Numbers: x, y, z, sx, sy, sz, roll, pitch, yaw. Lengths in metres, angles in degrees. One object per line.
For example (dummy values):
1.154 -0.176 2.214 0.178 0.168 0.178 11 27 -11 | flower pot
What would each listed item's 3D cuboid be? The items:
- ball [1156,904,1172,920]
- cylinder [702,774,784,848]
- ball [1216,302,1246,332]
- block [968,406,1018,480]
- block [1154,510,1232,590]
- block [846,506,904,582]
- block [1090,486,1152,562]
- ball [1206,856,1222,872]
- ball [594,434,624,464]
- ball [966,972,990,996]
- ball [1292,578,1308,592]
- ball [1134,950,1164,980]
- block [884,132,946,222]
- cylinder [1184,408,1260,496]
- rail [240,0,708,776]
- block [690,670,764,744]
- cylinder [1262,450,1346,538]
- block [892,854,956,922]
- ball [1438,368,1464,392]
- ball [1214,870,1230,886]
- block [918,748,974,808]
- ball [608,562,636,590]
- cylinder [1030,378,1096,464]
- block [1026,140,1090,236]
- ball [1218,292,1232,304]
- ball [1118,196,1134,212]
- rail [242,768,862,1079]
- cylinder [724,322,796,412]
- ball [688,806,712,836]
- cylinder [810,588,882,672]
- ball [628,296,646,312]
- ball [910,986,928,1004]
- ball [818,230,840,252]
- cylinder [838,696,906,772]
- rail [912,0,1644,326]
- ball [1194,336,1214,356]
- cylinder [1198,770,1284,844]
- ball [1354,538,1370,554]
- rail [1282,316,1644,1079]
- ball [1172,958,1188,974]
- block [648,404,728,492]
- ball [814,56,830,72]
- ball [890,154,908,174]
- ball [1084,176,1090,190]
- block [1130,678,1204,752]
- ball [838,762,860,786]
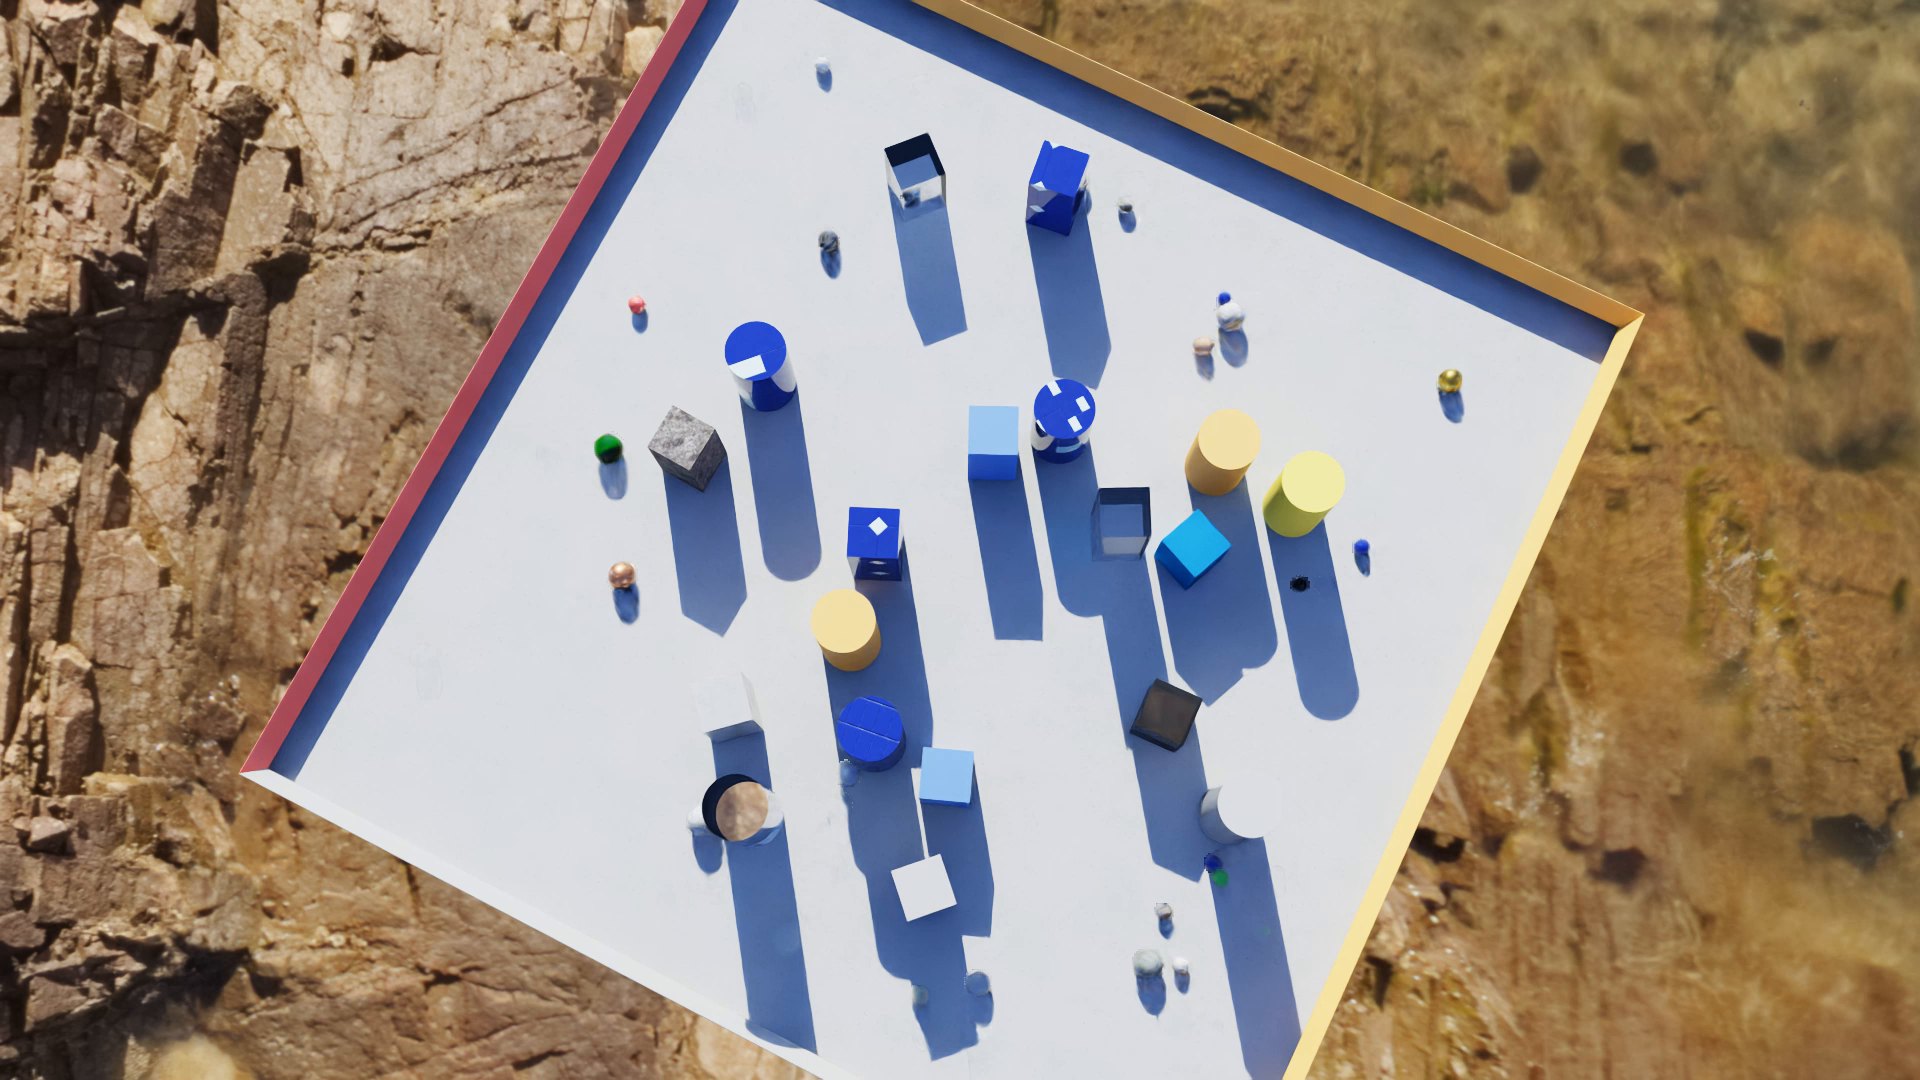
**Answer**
0.598 1.091 5.367 0.046 0.046 0.046 0 78 0 | ball
-0.616 0.776 5.229 0.183 0.444 0.183 0 78 0 | cylinder
0.845 -0.696 5.714 0.090 0.090 0.090 0 78 0 | ball
0.098 -0.290 5.515 0.146 0.315 0.146 1 78 0 | block
0.695 0.031 5.494 0.146 0.226 0.146 -40 81 -8 | block
-0.248 0.015 5.429 0.146 0.360 0.146 2 78 0 | block
0.475 -0.044 5.441 0.146 0.361 0.146 -1 78 0 | block
0.748 0.952 5.397 0.044 0.044 0.044 0 78 0 | ball
-1.080 -0.280 5.628 0.091 0.091 0.091 0 78 0 | ball
0.054 1.287 5.313 0.072 0.072 0.072 0 78 0 | ball
1.033 0.137 5.566 0.044 0.044 0.044 0 78 0 | ball
0.548 1.234 5.318 0.085 0.085 0.085 0 78 0 | ball
-0.138 -1.129 5.716 0.146 0.261 0.146 -21 79 -4 | block
0.785 -0.259 5.497 0.183 0.339 0.183 0 78 0 | cylinder
-1.384 -0.671 5.693 0.045 0.119 3.144 26 80 5 | rail
-0.678 0.490 5.361 0.146 0.303 0.146 -15 79 -3 | block
1.020 -0.133 5.463 0.183 0.355 0.183 0 78 0 | cylinder
-0.102 1.004 5.280 0.146 0.252 0.146 -19 79 -4 | block
1.520 -0.494 5.680 0.075 0.075 0.075 0 78 0 | ball
0.767 0.995 5.387 0.047 0.047 0.047 0 78 0 | ball
-0.039 0.695 5.351 0.146 0.239 0.146 5 78 1 | block
-1.025 0.109 5.551 0.084 0.084 0.084 0 78 0 | ball
0.308 -0.355 5.535 0.183 0.304 0.183 0 78 0 | cylinder
0.300 -1.086 5.678 0.146 0.320 0.146 19 79 4 | block
0.830 -0.758 5.751 0.043 0.043 0.043 0 78 0 | ball
0.525 -1.066 5.809 0.054 0.054 0.054 0 78 0 | ball
-0.692 1.363 5.273 3.142 0.119 0.045 26 80 5 | rail
-0.601 -0.522 5.551 0.183 0.339 0.183 0 78 0 | cylinder
-0.758 0.828 5.399 0.090 0.090 0.090 0 78 0 | ball
-0.330 0.268 5.360 0.183 0.394 0.183 0 78 0 | cylinder
-1.013 -0.738 5.742 0.053 0.053 0.053 0 78 0 | ball
-0.117 1.323 5.317 0.051 0.051 0.051 0 78 0 | ball
-0.415 -0.944 5.777 0.068 0.068 0.068 0 78 0 | ball
-0.252 0.566 5.305 0.183 0.380 0.183 0 78 0 | cylinder
0.692 -1.350 5.834 3.142 0.119 0.045 26 80 5 | rail
0.758 -0.604 5.709 0.063 0.063 0.063 0 78 0 | ball
0.797 0.768 5.233 0.183 0.439 0.183 0 78 0 | cylinder
1.225 0.021 5.587 0.049 0.049 0.049 0 78 0 | ball
1.384 0.684 5.413 0.045 0.119 3.144 26 80 5 | rail
0.642 1.240 5.335 0.048 0.048 0.048 0 78 0 | ball
-0.820 -0.272 5.527 0.146 0.285 0.146 29 80 6 | block
-0.443 -1.532 5.907 0.050 0.050 0.050 0 78 0 | ball
-0.194 -1.197 5.832 0.062 0.062 0.062 0 78 0 | ball
0.385 -1.136 5.822 0.058 0.058 0.058 0 78 0 | ball
0.603 0.518 5.385 0.146 0.244 0.146 24 79 5 | block
-0.330 0.693 5.436 0.068 0.068 0.068 0 78 0 | ball
